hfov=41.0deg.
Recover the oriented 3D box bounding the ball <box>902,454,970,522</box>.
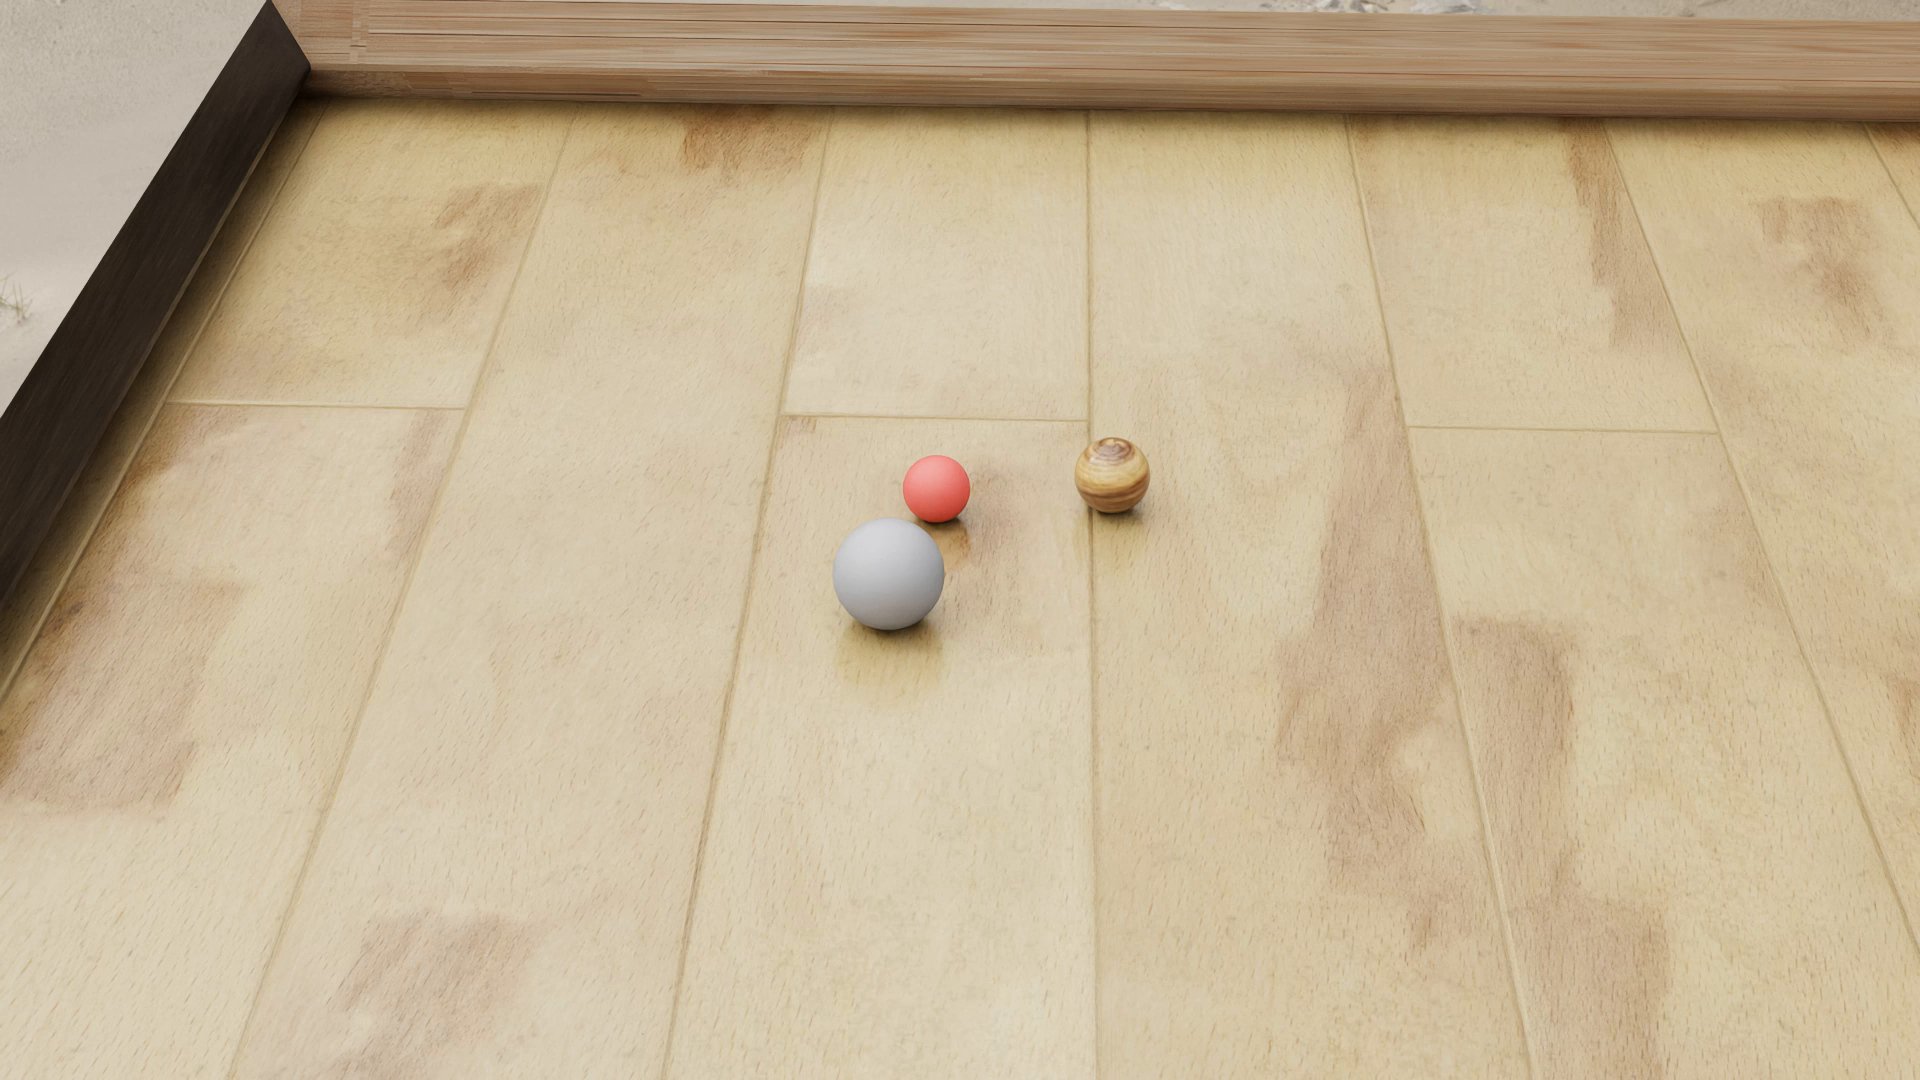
[{"bbox_3d":[-0.018,-0.038,1.927,0.051,0.051,0.051,0,35,0],"label":"ball"}]

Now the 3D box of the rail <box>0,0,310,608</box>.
[{"bbox_3d":[-0.675,-0.031,1.869,0.045,0.103,1.570,1,35,2],"label":"rail"}]

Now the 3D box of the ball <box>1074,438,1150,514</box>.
[{"bbox_3d":[0.115,-0.049,1.936,0.058,0.058,0.058,0,35,0],"label":"ball"}]

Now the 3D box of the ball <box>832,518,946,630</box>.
[{"bbox_3d":[-0.050,0.024,1.813,0.080,0.080,0.080,0,35,0],"label":"ball"}]

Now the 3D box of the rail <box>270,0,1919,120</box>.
[{"bbox_3d":[0.726,-0.441,2.451,2.796,0.103,0.045,1,35,2],"label":"rail"}]
